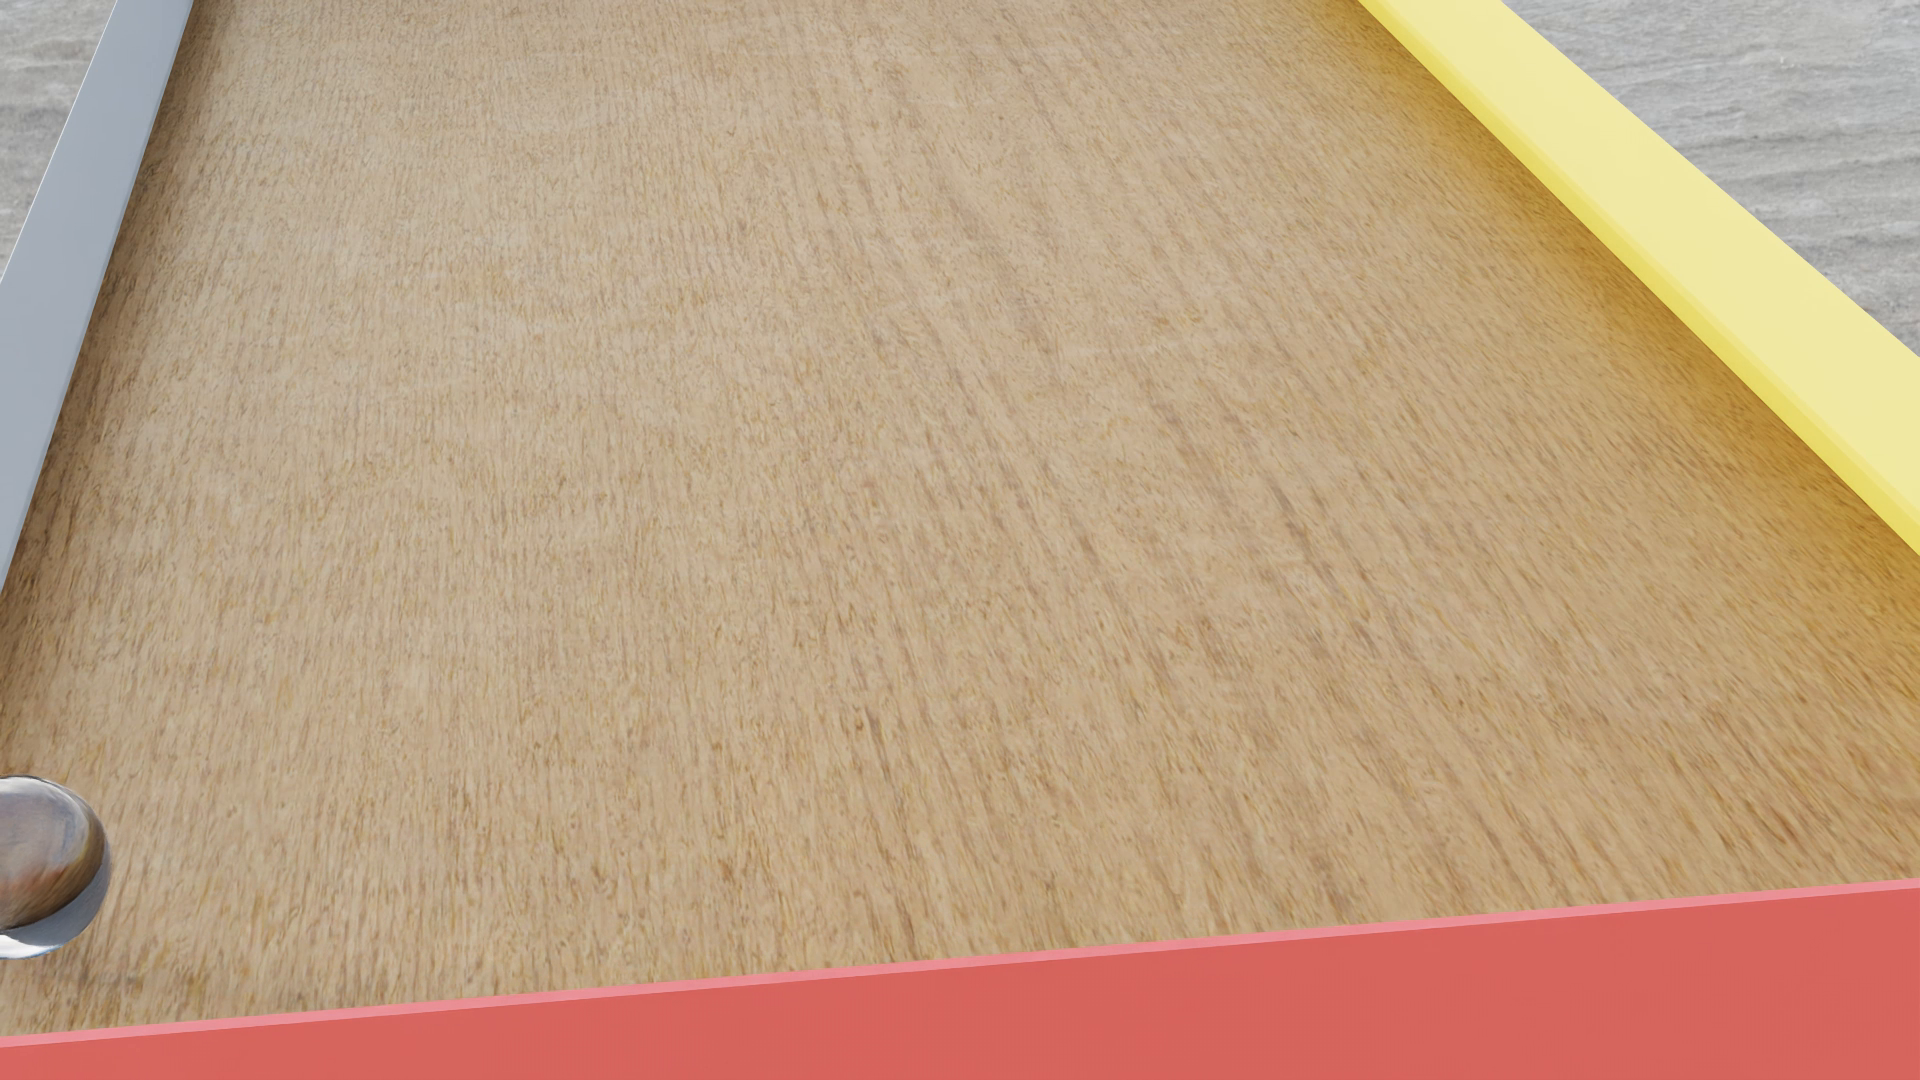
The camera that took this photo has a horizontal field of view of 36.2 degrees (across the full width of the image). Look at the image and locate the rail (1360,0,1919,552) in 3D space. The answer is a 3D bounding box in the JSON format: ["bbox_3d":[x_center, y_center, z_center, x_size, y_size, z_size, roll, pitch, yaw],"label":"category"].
[{"bbox_3d":[0.534,-0.355,2.638,0.045,0.128,2.617,-4,26,-8],"label":"rail"}]

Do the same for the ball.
[{"bbox_3d":[-0.504,0.175,1.570,0.099,0.099,0.099,0,26,0],"label":"ball"}]

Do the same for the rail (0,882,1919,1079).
[{"bbox_3d":[0.092,0.235,1.408,1.322,0.128,0.045,-4,26,-8],"label":"rail"}]

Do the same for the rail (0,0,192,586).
[{"bbox_3d":[-0.726,-0.274,2.470,0.045,0.128,2.617,-4,26,-8],"label":"rail"}]
